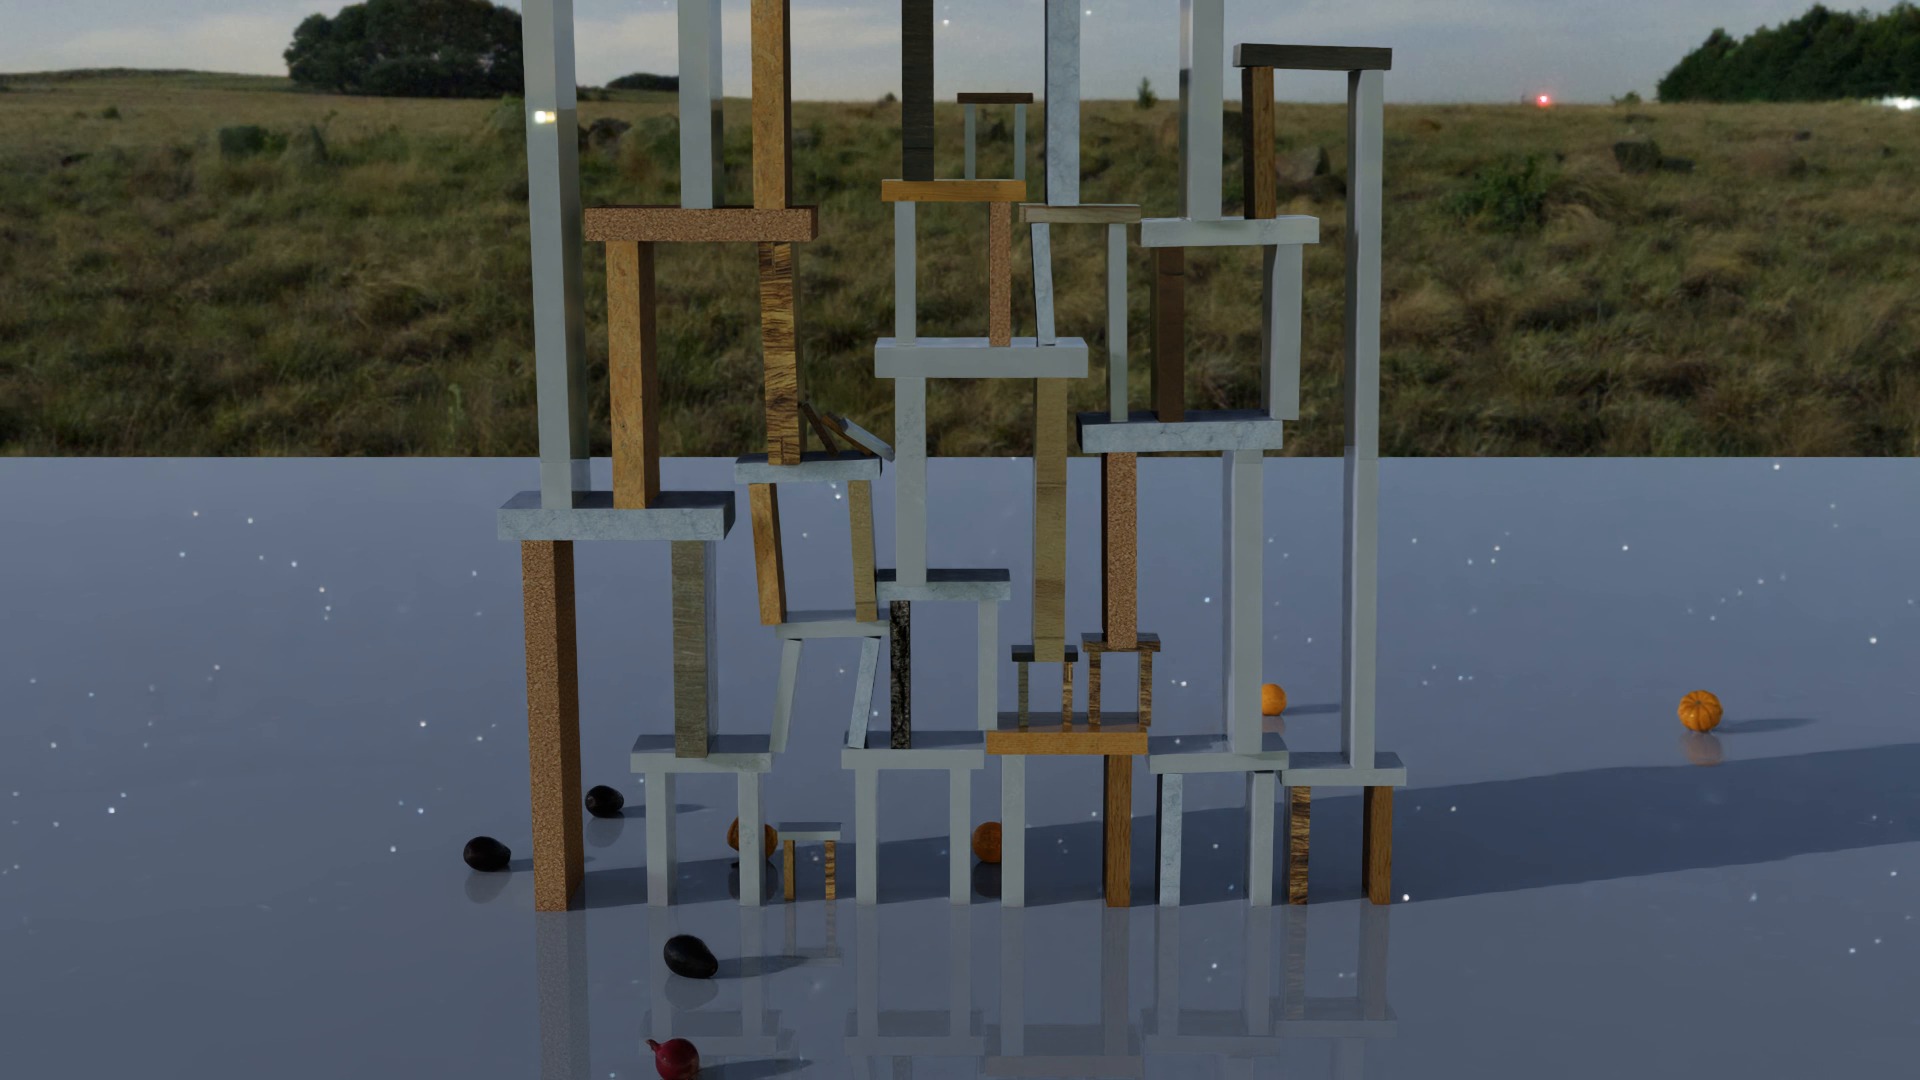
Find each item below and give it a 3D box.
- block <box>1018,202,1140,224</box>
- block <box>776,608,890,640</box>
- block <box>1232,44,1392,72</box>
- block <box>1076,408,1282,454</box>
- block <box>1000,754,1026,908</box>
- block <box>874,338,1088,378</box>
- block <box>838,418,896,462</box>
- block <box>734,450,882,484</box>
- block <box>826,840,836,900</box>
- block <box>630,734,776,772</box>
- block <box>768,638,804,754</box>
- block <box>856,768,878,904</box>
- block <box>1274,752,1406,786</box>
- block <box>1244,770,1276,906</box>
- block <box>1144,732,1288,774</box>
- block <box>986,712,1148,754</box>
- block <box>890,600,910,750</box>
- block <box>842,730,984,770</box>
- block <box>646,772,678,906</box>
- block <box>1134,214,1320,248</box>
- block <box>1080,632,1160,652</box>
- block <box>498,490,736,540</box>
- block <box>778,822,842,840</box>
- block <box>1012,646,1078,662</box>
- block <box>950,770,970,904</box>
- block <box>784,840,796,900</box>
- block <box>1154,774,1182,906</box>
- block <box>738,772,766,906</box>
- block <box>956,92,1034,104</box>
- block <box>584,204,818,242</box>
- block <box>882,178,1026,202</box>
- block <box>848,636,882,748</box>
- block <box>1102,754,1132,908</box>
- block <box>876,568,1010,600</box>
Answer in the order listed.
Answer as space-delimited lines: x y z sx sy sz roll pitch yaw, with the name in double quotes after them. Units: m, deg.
0.186 -0.515 3.461 0.189 0.027 0.095 0 11 0 "block"
-0.205 0.136 3.584 0.185 0.026 0.092 -2 10 0 "block"
0.547 -0.752 3.428 0.231 0.033 0.116 2 10 1 "block"
0.349 -0.176 3.532 0.315 0.045 0.157 -1 11 0 "block"
0.087 0.463 3.644 0.037 0.259 0.130 0 11 0 "block"
0.033 -0.291 3.501 0.332 0.047 0.166 0 11 0 "block"
-0.147 -0.160 3.513 0.095 0.014 0.048 32 12 -24 "block"
-0.242 -0.118 3.537 0.230 0.033 0.115 -2 11 0 "block"
-0.215 0.540 3.657 0.015 0.103 0.051 0 11 0 "block"
-0.421 0.351 3.620 0.228 0.032 0.114 0 11 -1 "block"
-0.282 0.245 3.602 0.026 0.189 0.092 9 10 0 "block"
-0.154 0.475 3.653 0.033 0.231 0.116 0 11 0 "block"
0.625 0.377 3.627 0.202 0.029 0.101 0 11 0 "block"
0.495 0.480 3.644 0.032 0.225 0.113 0 11 0 "block"
0.420 0.350 3.623 0.225 0.032 0.112 -2 11 0 "block"
0.173 0.317 3.617 0.259 0.037 0.130 0 11 0 "block"
-0.097 0.208 3.601 0.030 0.247 0.108 0 11 0 "block"
-0.076 0.346 3.628 0.231 0.033 0.116 0 11 0 "block"
-0.495 0.478 3.646 0.032 0.228 0.114 0 11 1 "block"
0.419 -0.489 3.473 0.275 0.039 0.137 -1 11 0 "block"
0.262 0.167 3.592 0.125 0.018 0.063 0 10 -1 "block"
-0.550 -0.040 3.554 0.355 0.050 0.178 0 11 0 "block"
-0.249 0.483 3.646 0.103 0.015 0.051 0 11 0 "block"
0.138 0.185 3.598 0.107 0.015 0.054 0 11 0 "block"
0.001 0.475 3.652 0.033 0.231 0.116 0 11 1 "block"
-0.283 0.540 3.657 0.015 0.103 0.051 0 11 0 "block"
0.345 0.480 3.644 0.032 0.225 0.112 0 11 0 "block"
-0.345 0.479 3.645 0.032 0.228 0.114 0 11 0 "block"
0.054 -0.689 3.432 0.117 0.017 0.059 0 11 -1 "block"
-0.403 -0.500 3.467 0.347 0.049 0.174 0 11 0 "block"
-0.010 -0.551 3.459 0.223 0.032 0.112 0 11 0 "block"
-0.155 0.239 3.602 0.026 0.185 0.092 9 10 -1 "block"
0.260 0.463 3.644 0.037 0.259 0.130 0 11 0 "block"
-0.027 0.072 3.576 0.215 0.030 0.108 0 11 0 "block"
